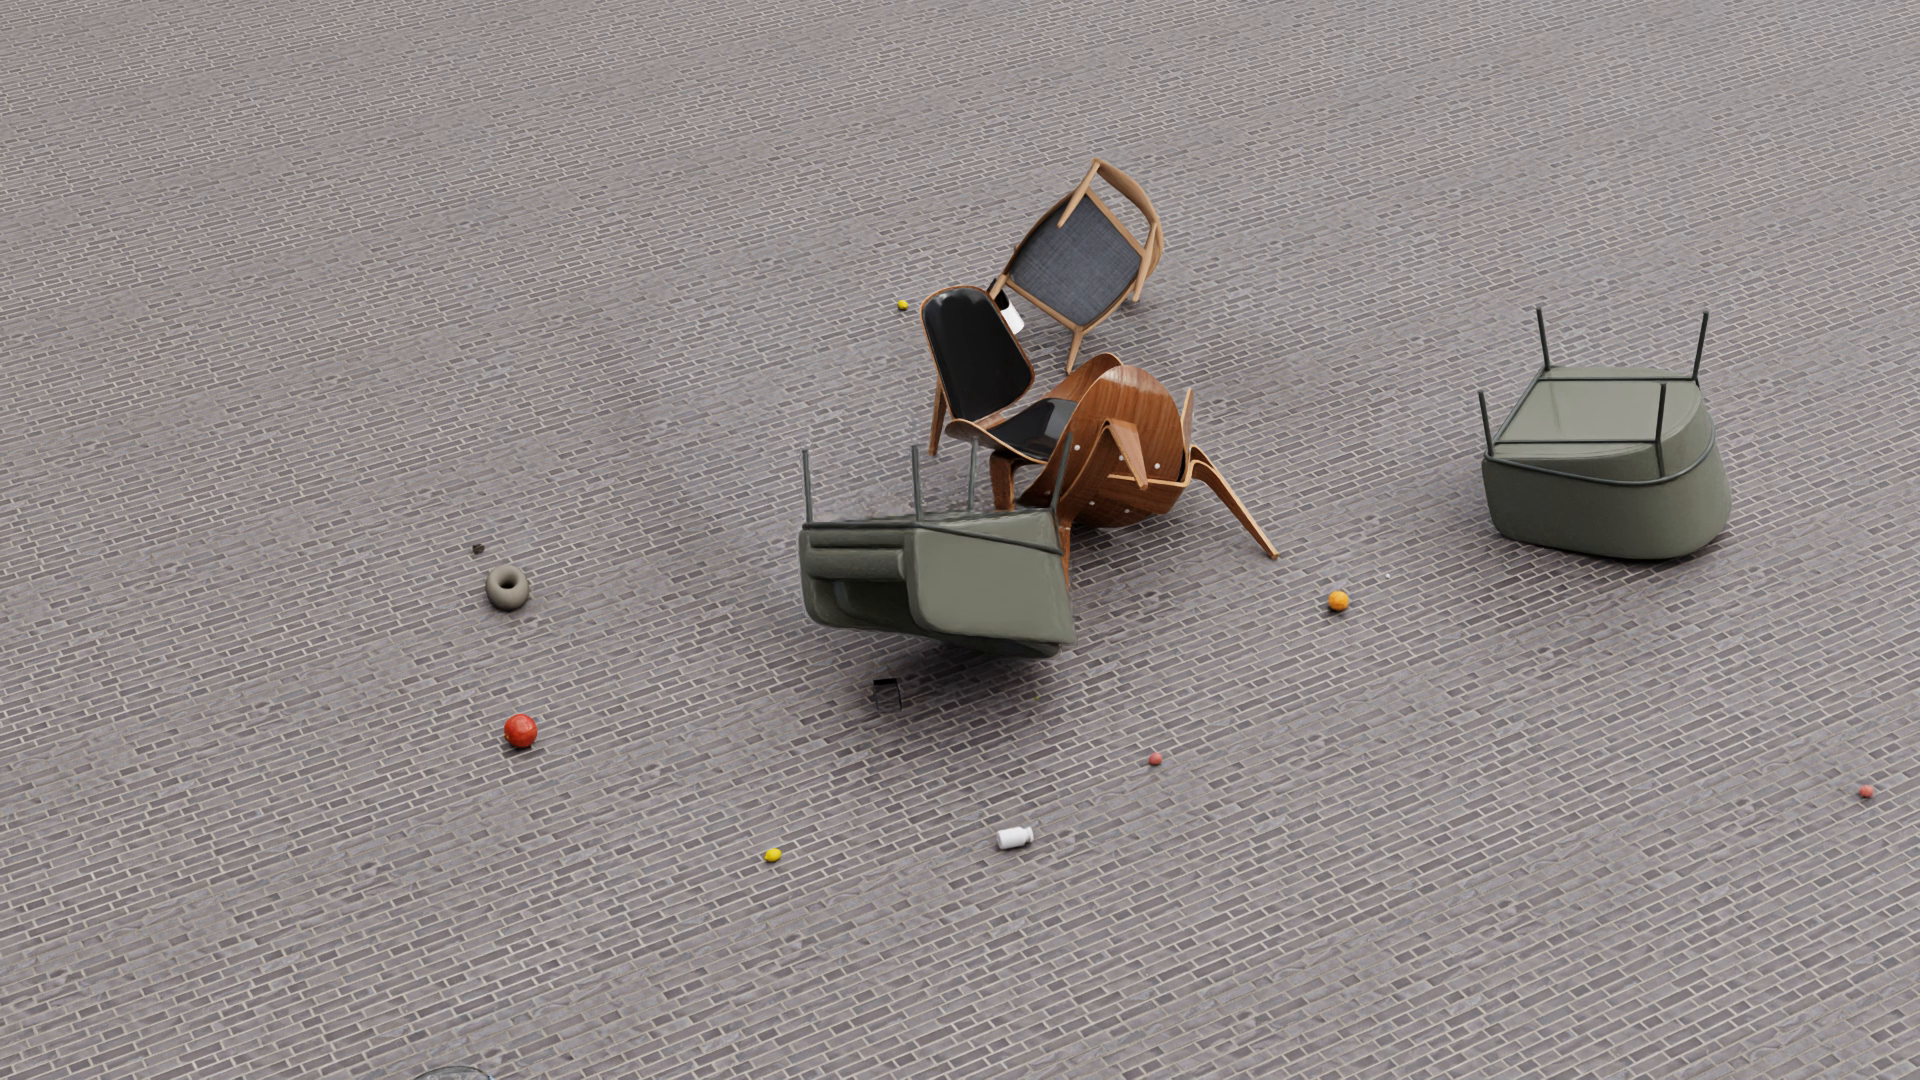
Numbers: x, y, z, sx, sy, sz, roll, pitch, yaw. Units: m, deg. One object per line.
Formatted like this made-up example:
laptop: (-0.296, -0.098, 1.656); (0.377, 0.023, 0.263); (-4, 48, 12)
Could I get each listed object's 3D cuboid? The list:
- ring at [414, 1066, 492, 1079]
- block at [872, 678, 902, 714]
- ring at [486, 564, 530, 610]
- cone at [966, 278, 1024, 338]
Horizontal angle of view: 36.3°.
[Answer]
ring: (-1.471, 1.599, 8.431); (0.281, 0.097, 0.186); (-8, 35, -14)
block: (-0.250, 0.536, 10.080); (0.081, 0.055, 0.125); (-5, 34, -8)
ring: (-1.639, 0.171, 10.616); (0.155, 0.077, 0.235); (-7, 35, -13)
cone: (0.145, -1.000, 12.259); (0.248, 0.223, 0.230); (-7, 34, -11)
